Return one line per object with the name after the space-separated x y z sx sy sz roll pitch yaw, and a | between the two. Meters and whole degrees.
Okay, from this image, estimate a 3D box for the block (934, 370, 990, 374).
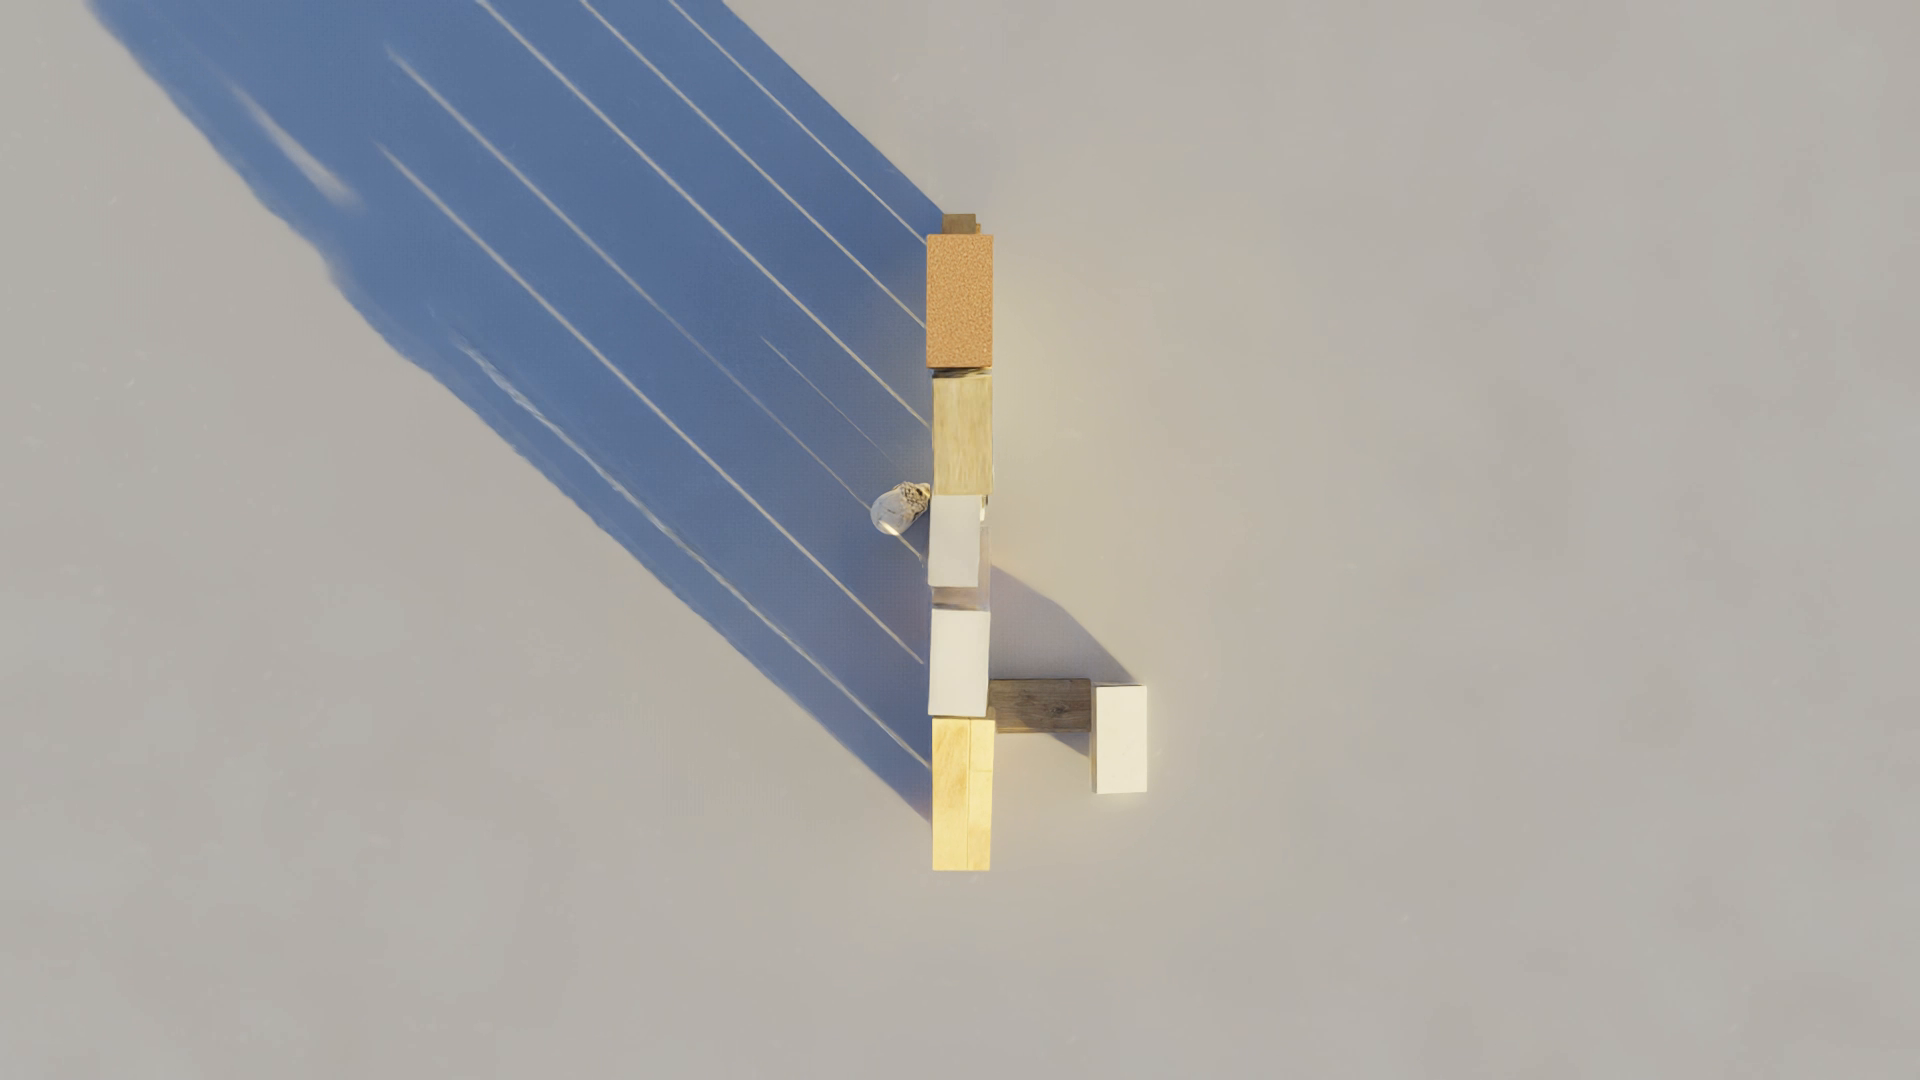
0.005 -0.420 4.459 0.154 0.414 0.044 -1 101 0 | block

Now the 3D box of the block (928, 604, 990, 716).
-0.002 0.326 4.460 0.155 0.044 0.310 2 110 0 | block

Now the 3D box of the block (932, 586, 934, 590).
-0.001 0.236 4.594 0.155 0.044 0.310 0 62 -1 | block

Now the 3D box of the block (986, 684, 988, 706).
-0.001 0.532 5.134 0.171 0.048 0.341 0 90 0 | block

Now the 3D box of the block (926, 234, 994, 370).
0.000 -0.610 4.225 0.169 0.048 0.338 0 88 0 | block

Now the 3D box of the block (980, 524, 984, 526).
0.014 0.063 4.761 0.111 0.031 0.221 1 76 -1 | block

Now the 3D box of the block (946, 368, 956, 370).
0.000 -0.554 4.600 0.080 0.023 0.159 -1 89 0 | block

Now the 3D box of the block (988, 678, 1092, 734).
0.258 0.550 5.475 0.349 0.049 0.175 -1 90 0 | block

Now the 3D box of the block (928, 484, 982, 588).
-0.014 -0.011 4.360 0.132 0.037 0.264 2 96 -1 | block

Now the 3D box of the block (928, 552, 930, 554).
-0.016 0.000 4.587 0.132 0.407 0.037 1 113 1 | block

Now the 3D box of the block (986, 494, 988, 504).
0.000 -0.278 5.141 0.168 0.048 0.336 0 90 0 | block

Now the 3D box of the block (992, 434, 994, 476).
0.011 -0.260 4.454 0.154 0.309 0.044 1 122 0 | block

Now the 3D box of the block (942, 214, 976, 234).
-0.003 -0.884 4.996 0.102 0.029 0.203 0 90 0 | block

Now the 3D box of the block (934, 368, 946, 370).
-0.001 -0.347 4.791 0.151 0.043 0.302 0 90 0 | block

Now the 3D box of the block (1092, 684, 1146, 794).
0.525 0.657 5.452 0.175 0.049 0.349 0 90 -16 | block

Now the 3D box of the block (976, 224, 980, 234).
0.003 -0.876 5.231 0.126 0.036 0.251 0 90 0 | block

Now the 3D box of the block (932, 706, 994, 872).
0.007 0.750 4.905 0.175 0.049 0.706 1 132 0 | block

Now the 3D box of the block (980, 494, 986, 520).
0.002 -0.157 4.483 0.132 0.264 0.037 4 131 -2 | block

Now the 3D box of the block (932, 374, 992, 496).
0.007 -0.271 4.263 0.154 0.044 0.309 -1 107 -1 | block

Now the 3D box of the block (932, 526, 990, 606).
0.005 0.100 4.600 0.155 0.382 0.044 1 130 0 | block

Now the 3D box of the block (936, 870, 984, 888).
0.000 0.939 5.182 0.149 0.042 0.297 0 90 0 | block
